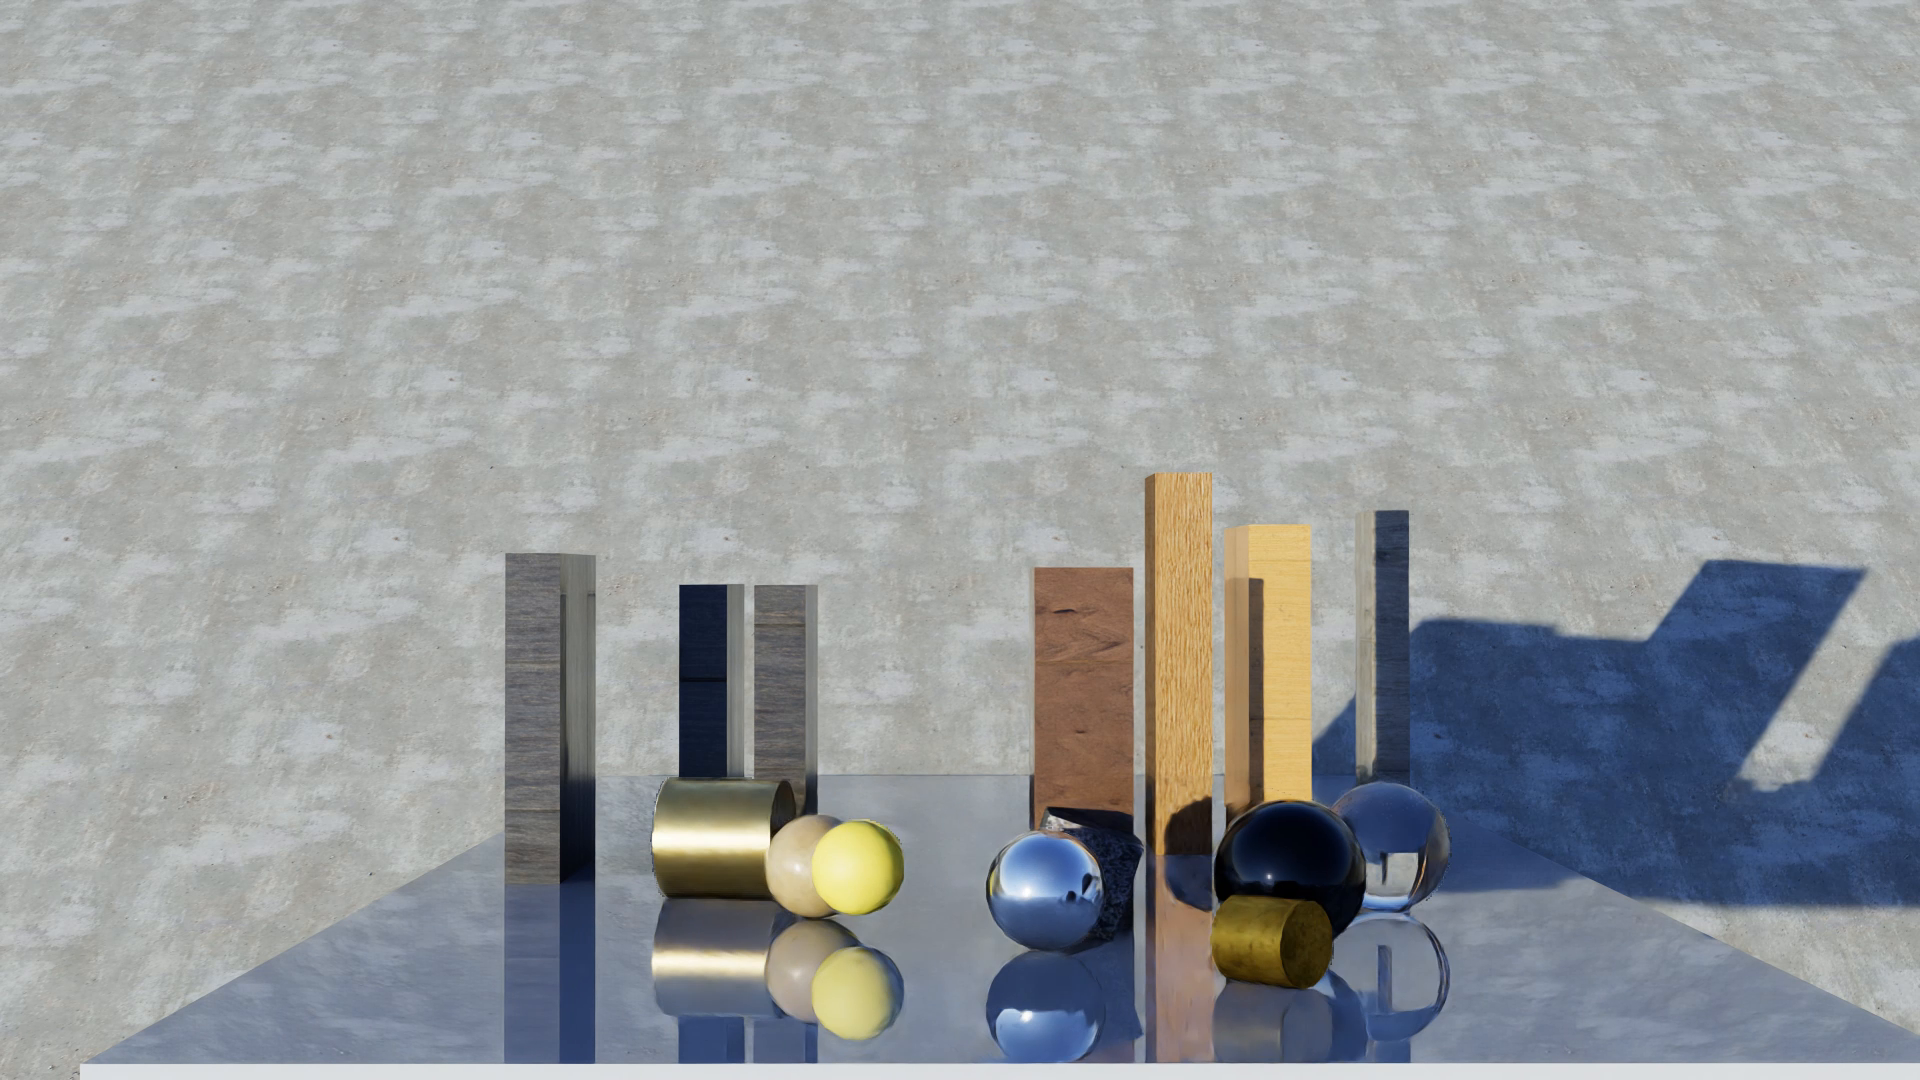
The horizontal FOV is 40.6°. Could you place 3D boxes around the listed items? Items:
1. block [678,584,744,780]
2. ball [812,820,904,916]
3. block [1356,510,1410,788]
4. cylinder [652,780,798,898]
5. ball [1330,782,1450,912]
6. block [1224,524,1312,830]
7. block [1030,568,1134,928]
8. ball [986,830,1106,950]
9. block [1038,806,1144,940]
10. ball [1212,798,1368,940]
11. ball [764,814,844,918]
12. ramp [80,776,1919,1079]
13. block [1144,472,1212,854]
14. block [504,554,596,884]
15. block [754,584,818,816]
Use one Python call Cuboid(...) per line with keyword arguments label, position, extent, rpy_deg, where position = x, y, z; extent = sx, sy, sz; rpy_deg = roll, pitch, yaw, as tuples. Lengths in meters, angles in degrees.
Cuboid(label="block", position=(-0.465, 0.334, 4.880), extent=(0.087, 0.501, 0.384), rpy_deg=(0, -1, 0))
Cuboid(label="ball", position=(-0.148, 0.477, 3.770), extent=(0.136, 0.136, 0.136), rpy_deg=(0, 32, 0))
Cuboid(label="block", position=(0.966, 0.267, 5.936), extent=(0.084, 0.664, 0.242), rpy_deg=(0, -1, 0))
Cuboid(label="cylinder", position=(-0.374, 0.478, 4.154), extent=(0.189, 0.189, 0.189), rpy_deg=(0, 32, 10))
Cuboid(label="ball", position=(0.653, 0.471, 3.987), extent=(0.198, 0.198, 0.198), rpy_deg=(0, 32, 0))
Cuboid(label="block", position=(0.505, 0.277, 4.277), extent=(0.098, 0.596, 0.371), rpy_deg=(0, -1, 0))
Cuboid(label="block", position=(0.182, 0.306, 3.944), extent=(0.145, 0.528, 0.293), rpy_deg=(0, -1, 0))
Cuboid(label="ball", position=(0.118, 0.482, 3.571), extent=(0.165, 0.165, 0.165), rpy_deg=(0, 32, 0))
Cuboid(label="block", position=(0.171, 0.478, 3.724), extent=(0.141, 0.141, 0.141), rpy_deg=(19, -1, 0))
Cuboid(label="ball", position=(0.448, 0.456, 3.525), extent=(0.208, 0.208, 0.208), rpy_deg=(0, 32, 0))
Cuboid(label="ball", position=(-0.216, 0.491, 3.904), extent=(0.157, 0.157, 0.157), rpy_deg=(0, 32, 0))
Cuboid(label="ramp", position=(0.072, 0.632, 4.731), extent=(2.000, 0.100, 4.000), rpy_deg=(0, -1, 0))
Cuboid(label="block", position=(0.415, 0.231, 4.941), extent=(0.106, 0.707, 0.271), rpy_deg=(0, -1, 0))
Cuboid(label="block", position=(-0.717, 0.302, 4.558), extent=(0.092, 0.554, 0.427), rpy_deg=(0, -1, 0))
Cuboid(label="block", position=(-0.312, 0.331, 4.686), extent=(0.089, 0.500, 0.389), rpy_deg=(0, -1, 0))
